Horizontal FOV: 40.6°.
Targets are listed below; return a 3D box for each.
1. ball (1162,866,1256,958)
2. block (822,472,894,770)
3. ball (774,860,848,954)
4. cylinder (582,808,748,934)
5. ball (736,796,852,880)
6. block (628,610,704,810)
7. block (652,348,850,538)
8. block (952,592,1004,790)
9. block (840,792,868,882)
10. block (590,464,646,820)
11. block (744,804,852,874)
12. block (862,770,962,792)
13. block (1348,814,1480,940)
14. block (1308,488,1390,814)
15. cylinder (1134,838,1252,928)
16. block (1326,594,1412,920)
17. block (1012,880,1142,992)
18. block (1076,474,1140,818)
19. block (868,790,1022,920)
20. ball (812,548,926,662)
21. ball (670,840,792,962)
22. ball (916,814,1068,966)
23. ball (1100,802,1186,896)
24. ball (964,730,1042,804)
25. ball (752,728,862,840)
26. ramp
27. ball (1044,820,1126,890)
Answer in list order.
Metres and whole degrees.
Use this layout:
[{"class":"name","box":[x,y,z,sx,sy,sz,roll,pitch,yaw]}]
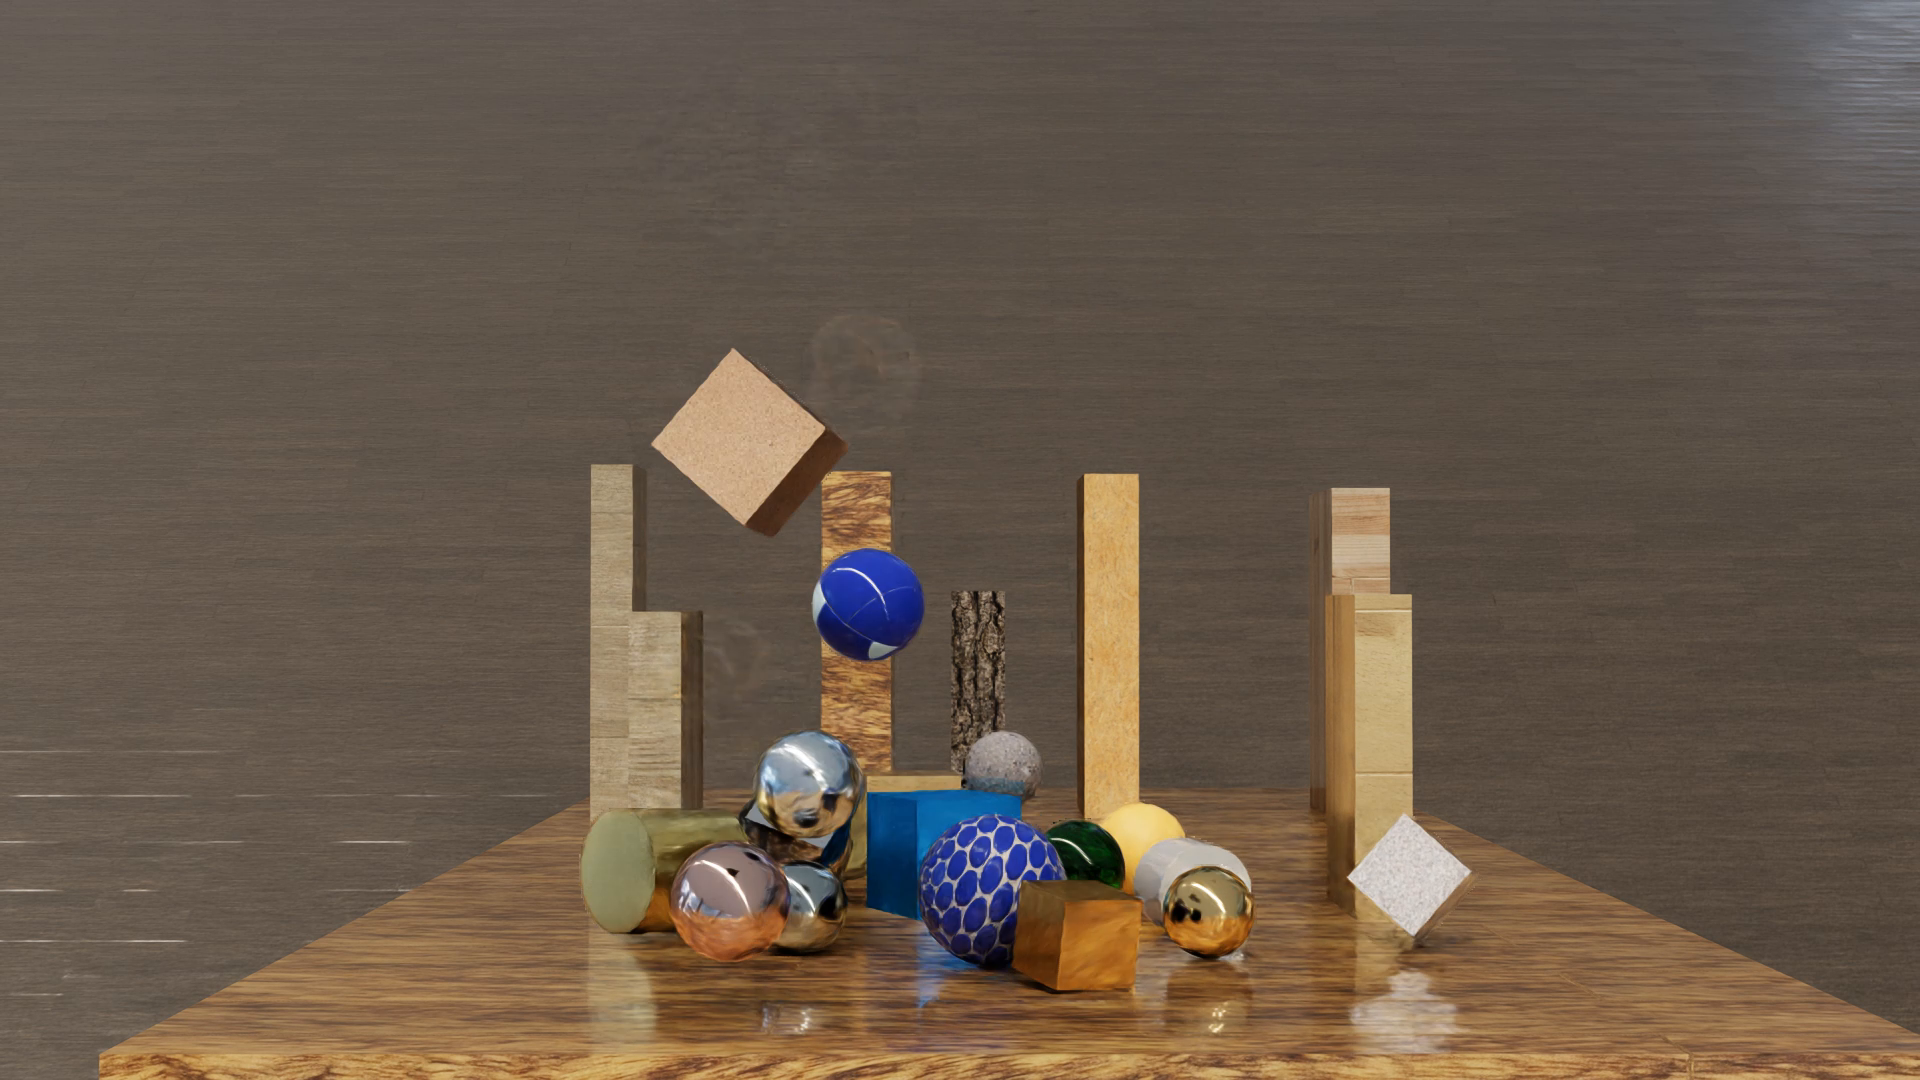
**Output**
[{"class":"ball","box":[0.339,0.507,3.541,0.126,0.126,0.126,0,34,0]},{"class":"block","box":[-0.211,0.240,5.426,0.139,0.751,0.325,0,-1,0]},{"class":"ball","box":[-0.220,0.507,3.587,0.129,0.129,0.129,0,34,0]},{"class":"cylinder","box":[-0.425,0.480,3.770,0.178,0.178,0.178,5,23,-44]},{"class":"ball","box":[-0.271,0.488,4.180,0.195,0.195,0.195,0,34,0]},{"class":"block","box":[-0.470,0.350,4.164,0.081,0.471,0.339,0,-1,0]},{"class":"block","box":[-0.224,-0.103,2.806,0.134,0.134,0.134,41,1,10]},{"class":"block","box":[0.036,0.358,5.248,0.104,0.507,0.347,0,-1,0]},{"class":"block","box":[-0.254,0.521,4.572,0.147,0.147,0.147,-1,-1,20]},{"class":"block","box":[-0.776,0.231,5.907,0.092,0.793,0.258,0,-1,0]},{"class":"block","box":[-0.253,0.459,3.974,0.129,0.129,0.129,20,36,11]},{"class":"block","box":[-0.096,0.514,4.766,0.171,0.171,0.171,0,-1,-10]},{"class":"block","box":[0.644,0.479,3.684,0.122,0.122,0.122,42,93,20]},{"class":"block","box":[0.904,0.259,6.035,0.130,0.743,0.382,0,-1,0]},{"class":"cylinder","box":[0.337,0.507,3.774,0.138,0.138,0.138,-8,0,-12]},{"class":"block","box":[0.647,0.336,4.122,0.087,0.497,0.321,0,-1,0]},{"class":"block","box":[0.147,0.498,3.277,0.113,0.113,0.113,4,5,-29]},{"class":"block","box":[0.340,0.242,6.007,0.122,0.774,0.367,0,-1,0]},{"class":"block","box":[-0.026,0.493,4.095,0.181,0.181,0.181,1,-2,-27]},{"class":"ball","box":[-0.114,0.081,3.243,0.142,0.142,0.142,0,34,0]},{"class":"ball","box":[-0.274,0.432,3.102,0.145,0.145,0.145,0,34,0]},{"class":"ball","box":[0.043,0.468,3.466,0.202,0.202,0.202,0,34,0]},{"class":"ball","box":[0.298,0.510,4.271,0.155,0.155,0.155,0,34,0]},{"class":"ball","box":[0.084,0.443,4.996,0.151,0.151,0.151,0,34,0]},{"class":"ball","box":[-0.217,0.347,3.694,0.156,0.156,0.156,0,34,0]},{"class":"ramp","box":[0.075,0.650,4.786,2.000,0.100,4.000,0,-1,0]},{"class":"ball","box":[0.182,0.507,4.009,0.149,0.149,0.149,0,34,0]}]
